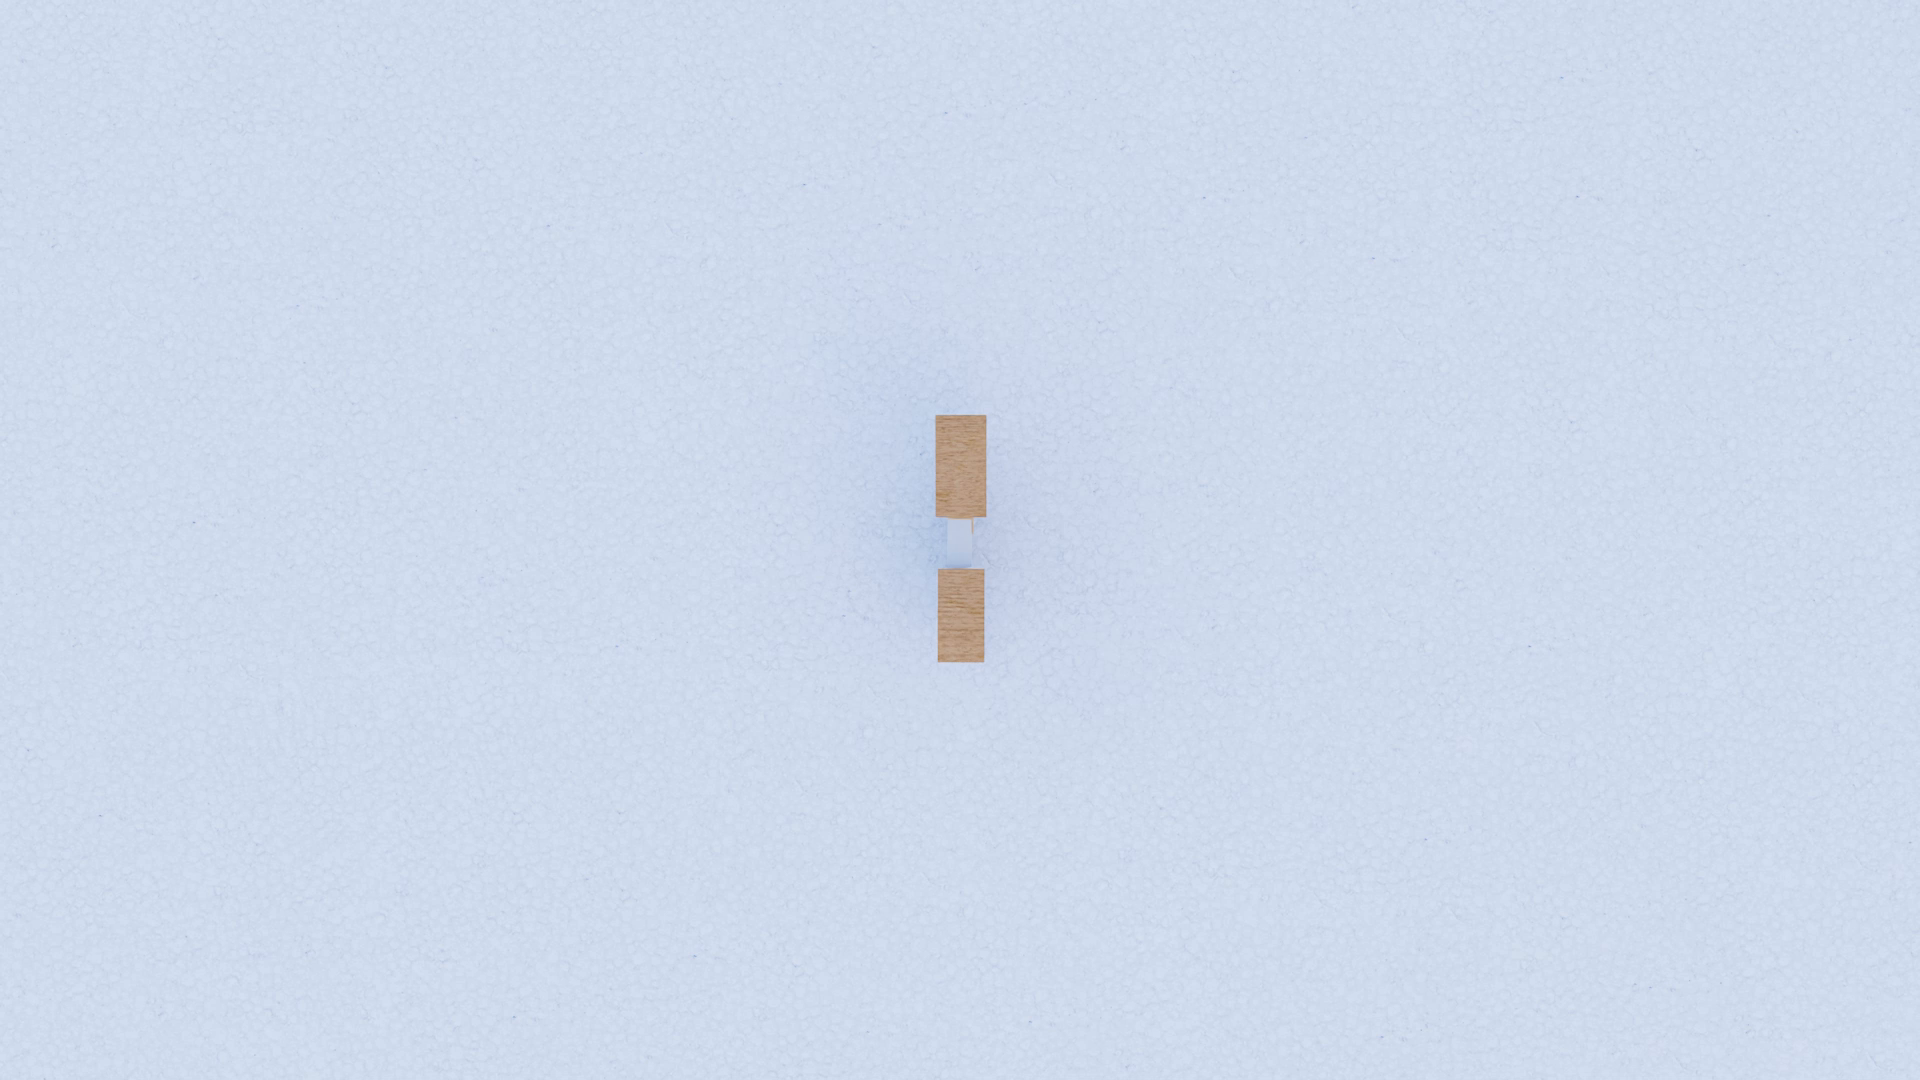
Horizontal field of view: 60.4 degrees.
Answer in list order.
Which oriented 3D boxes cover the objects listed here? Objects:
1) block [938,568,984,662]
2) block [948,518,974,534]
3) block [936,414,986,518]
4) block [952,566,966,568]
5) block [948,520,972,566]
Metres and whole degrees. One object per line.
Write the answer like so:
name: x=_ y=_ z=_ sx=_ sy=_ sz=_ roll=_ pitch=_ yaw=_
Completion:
block: x=0.004 y=0.232 z=5.084 sx=0.144 sy=0.041 sz=0.287 roll=0 pitch=90 yaw=0
block: x=0.003 y=-0.101 z=5.326 sx=0.081 sy=0.023 sz=0.163 roll=0 pitch=90 yaw=0
block: x=0.003 y=-0.223 z=4.985 sx=0.153 sy=0.043 sz=0.307 roll=0 pitch=90 yaw=0
block: x=-0.003 y=0.135 z=5.398 sx=0.048 sy=0.014 sz=0.095 roll=0 pitch=90 yaw=0
block: x=-0.002 y=0.010 z=5.155 sx=0.074 sy=0.021 sz=0.149 roll=0 pitch=90 yaw=0
